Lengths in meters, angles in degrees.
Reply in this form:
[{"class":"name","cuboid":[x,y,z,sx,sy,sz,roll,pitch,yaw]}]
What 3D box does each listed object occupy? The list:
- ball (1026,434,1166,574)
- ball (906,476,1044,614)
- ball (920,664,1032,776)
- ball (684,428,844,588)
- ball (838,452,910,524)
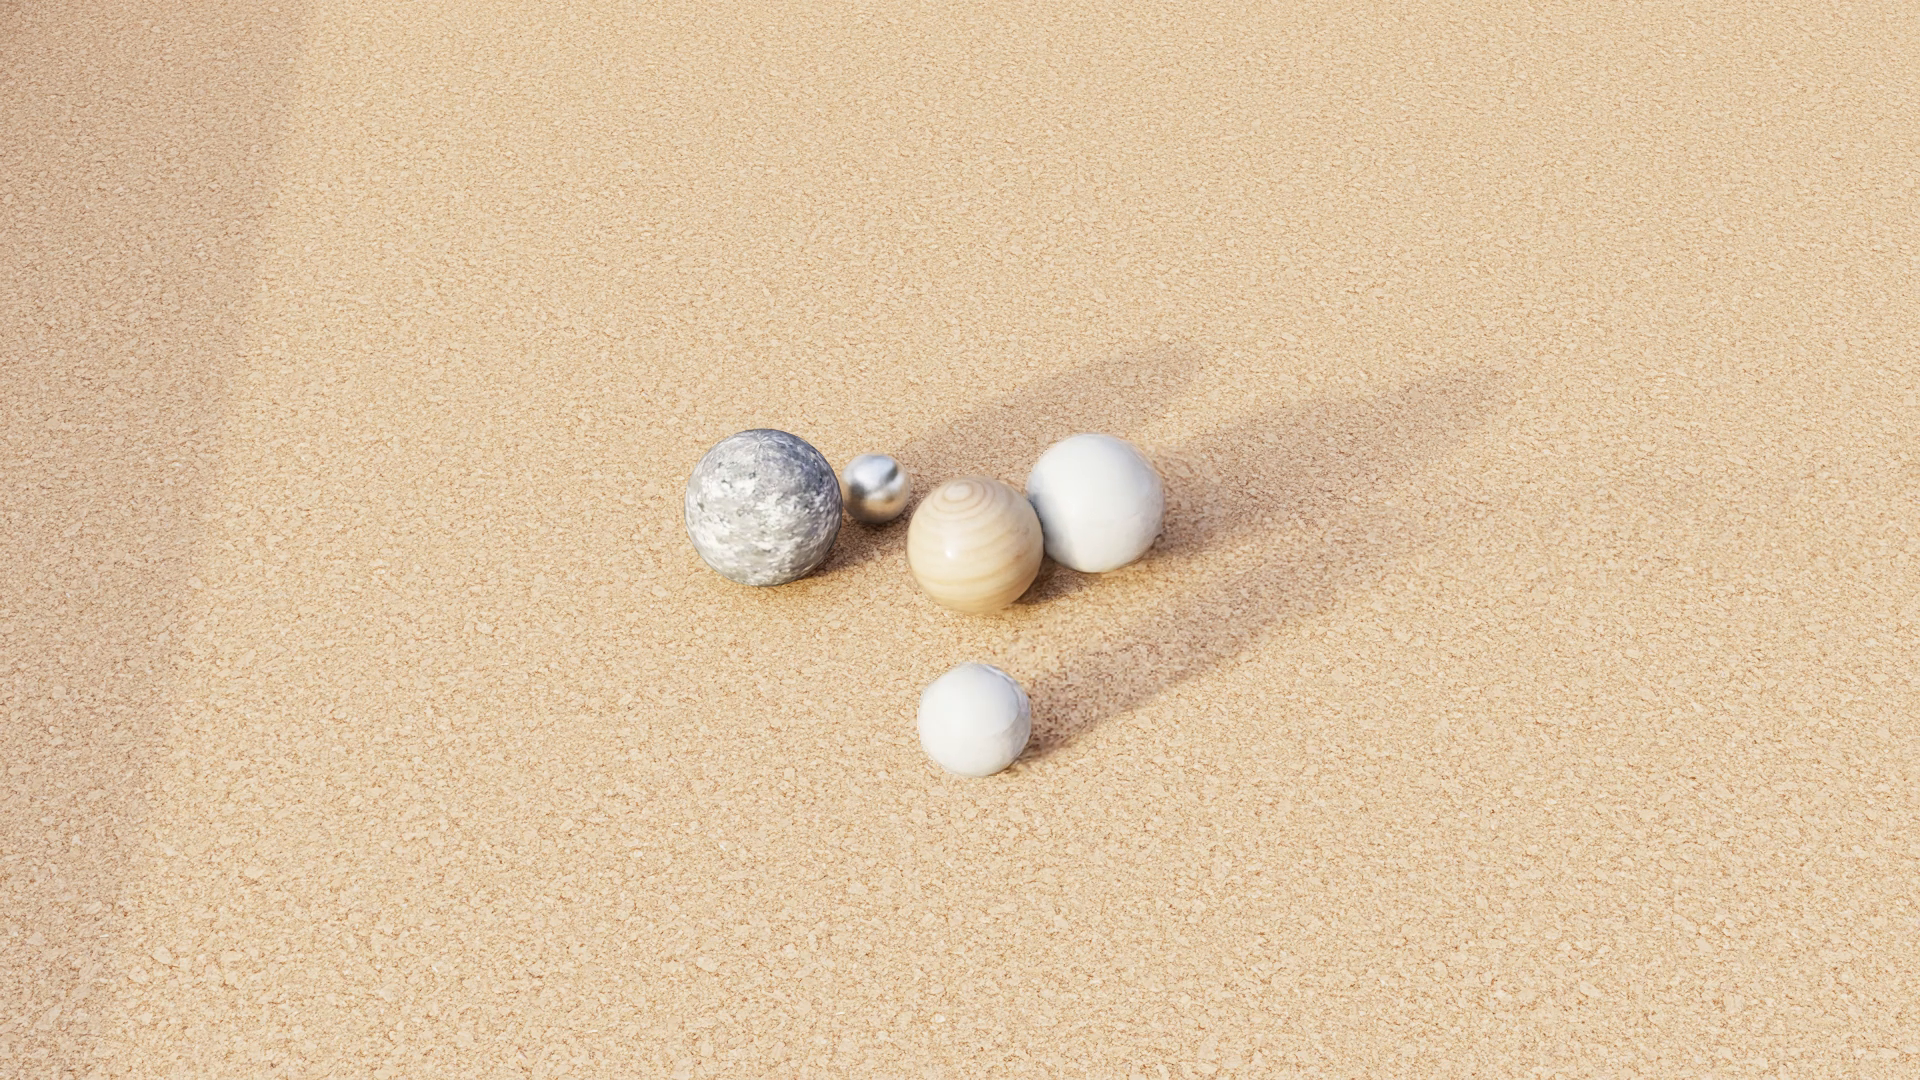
[{"class":"ball","cuboid":[0.083,-0.022,1.576,0.086,0.086,0.086,0,36,0]},{"class":"ball","cuboid":[0.009,0.003,1.545,0.083,0.083,0.083,0,36,0]},{"class":"ball","cuboid":[0.009,0.100,1.430,0.063,0.063,0.063,0,36,0]},{"class":"ball","cuboid":[-0.120,-0.019,1.563,0.097,0.097,0.097,0,36,0]},{"class":"ball","cuboid":[-0.054,-0.033,1.624,0.046,0.046,0.046,0,36,0]}]
